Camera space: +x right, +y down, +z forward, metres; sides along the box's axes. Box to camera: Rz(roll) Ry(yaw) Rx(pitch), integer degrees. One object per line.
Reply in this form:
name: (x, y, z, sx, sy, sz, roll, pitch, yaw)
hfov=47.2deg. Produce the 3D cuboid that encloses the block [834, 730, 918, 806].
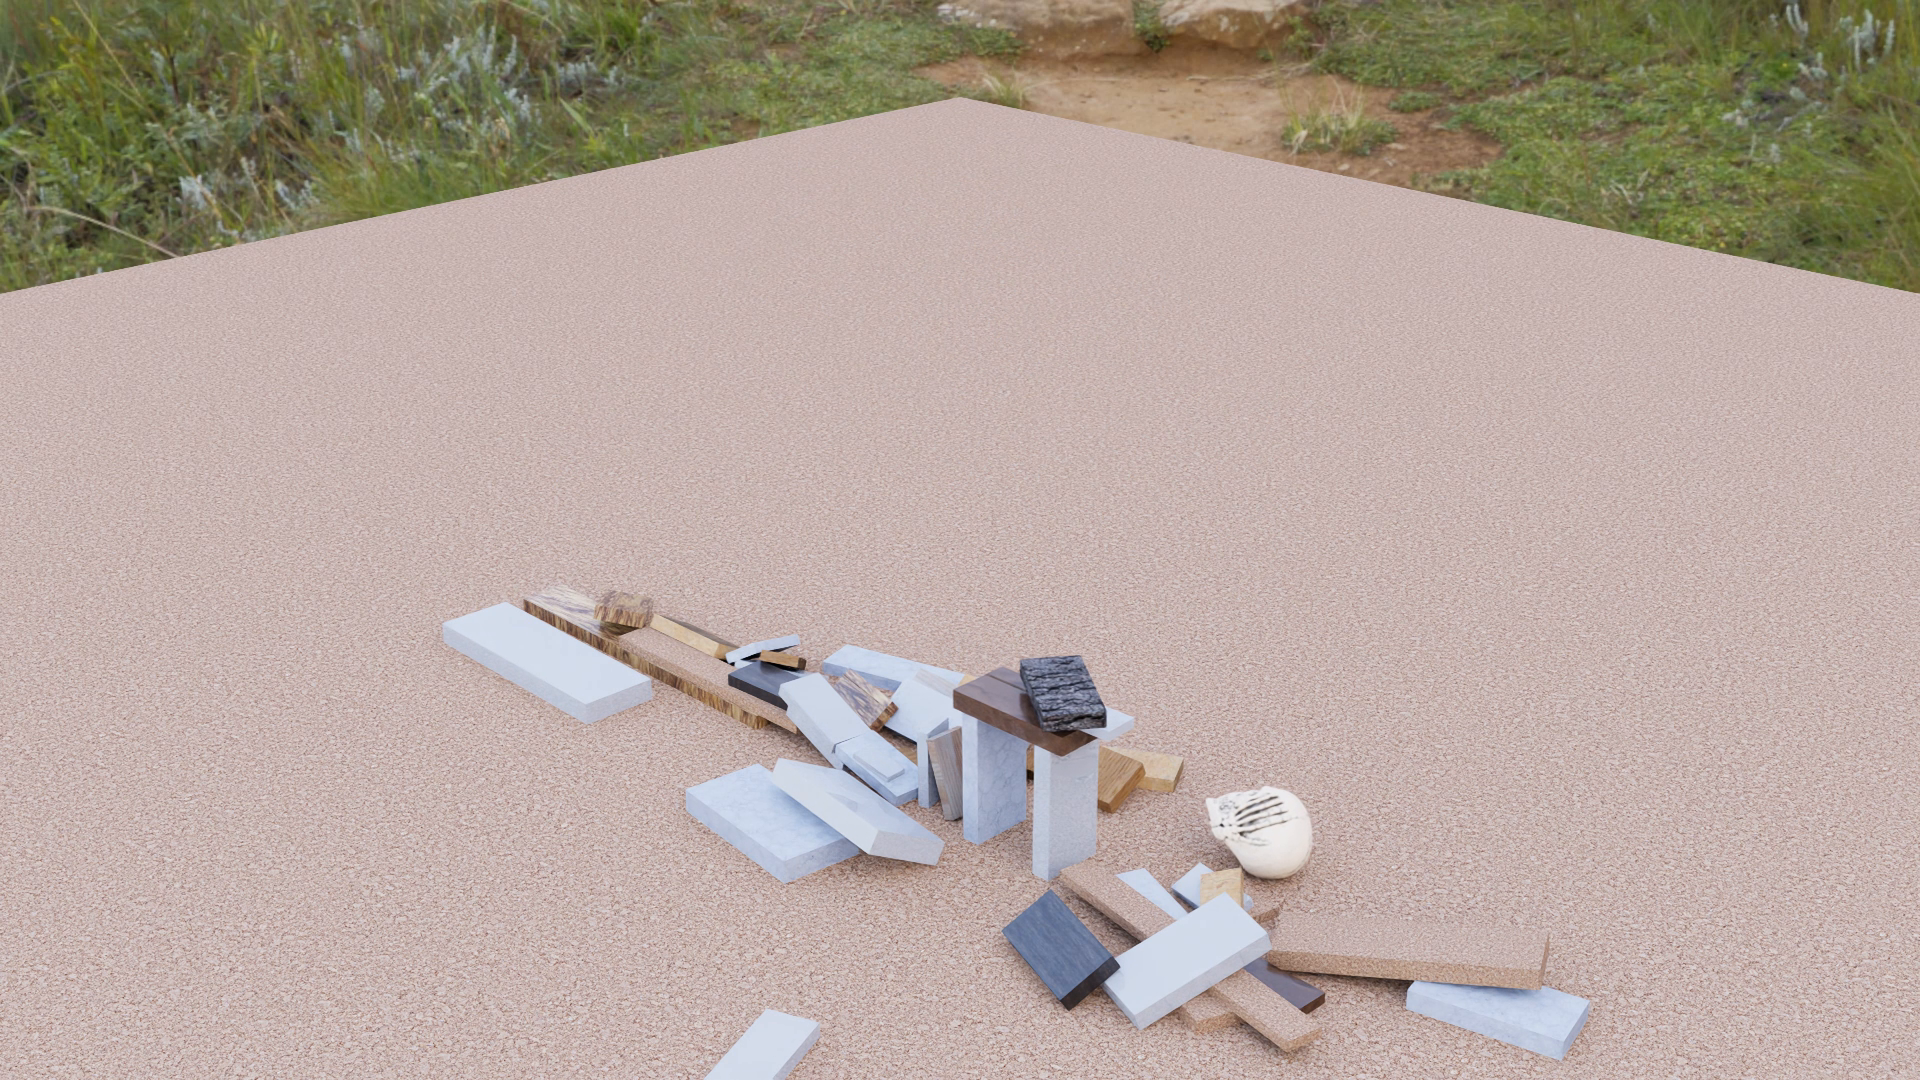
block: (-0.157, 0.473, 4.561, 0.100, 0.028, 0.201, -19, 41, -38)

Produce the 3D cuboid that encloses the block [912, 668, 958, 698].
block: (-0.030, 0.371, 4.757, 0.238, 0.034, 0.119, 22, 71, 42)

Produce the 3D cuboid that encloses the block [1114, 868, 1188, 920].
block: (0.346, 0.685, 4.108, 0.102, 0.029, 0.204, -10, 25, -21)

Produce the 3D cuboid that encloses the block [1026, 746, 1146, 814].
block: (0.252, 0.474, 4.542, 0.238, 0.034, 0.119, 19, 54, 38)

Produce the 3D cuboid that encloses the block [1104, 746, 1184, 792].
block: (0.356, 0.477, 4.600, 0.207, 0.029, 0.104, 7, 24, 15)

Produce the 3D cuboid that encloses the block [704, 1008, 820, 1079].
block: (-0.463, 0.984, 3.404, 0.102, 0.029, 0.874, 10, 25, 22)

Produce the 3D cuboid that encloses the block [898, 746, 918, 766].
block: (-0.104, 0.468, 4.638, 0.051, 0.014, 0.102, -17, 29, -35)

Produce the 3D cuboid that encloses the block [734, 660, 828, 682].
block: (-0.403, 0.302, 4.961, 0.191, 0.027, 0.095, 11, 1, 21)

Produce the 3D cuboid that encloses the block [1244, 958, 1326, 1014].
block: (0.558, 0.789, 3.873, 0.077, 0.022, 0.154, -20, 30, -39)

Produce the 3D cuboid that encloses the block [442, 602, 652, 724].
block: (-0.953, 0.276, 5.046, 0.176, 0.050, 0.578, -21, 31, -40)

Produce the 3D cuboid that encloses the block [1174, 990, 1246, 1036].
block: (0.409, 0.790, 3.862, 0.102, 0.029, 0.204, -10, 25, -22)

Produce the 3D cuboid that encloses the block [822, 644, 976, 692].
block: (-0.135, 0.308, 4.998, 0.354, 0.029, 0.103, 13, 26, 27)

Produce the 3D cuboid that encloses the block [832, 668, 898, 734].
block: (-0.219, 0.358, 4.811, 0.095, 0.027, 0.191, -48, 37, -7)

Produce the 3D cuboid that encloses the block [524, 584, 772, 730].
block: (-0.712, 0.262, 5.102, 0.873, 0.033, 0.116, 21, 31, 41)

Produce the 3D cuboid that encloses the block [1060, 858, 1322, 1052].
block: (0.399, 0.732, 3.934, 0.077, 0.022, 0.648, -14, 27, -31)

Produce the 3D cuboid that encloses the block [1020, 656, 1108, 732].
block: (0.193, 0.288, 4.157, 0.119, 0.034, 0.239, -3, 23, -8)

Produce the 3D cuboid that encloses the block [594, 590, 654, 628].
block: (-0.799, 0.162, 5.231, 0.116, 0.033, 0.232, 11, 7, -4)

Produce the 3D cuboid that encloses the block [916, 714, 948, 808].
block: (-0.054, 0.451, 4.479, 0.024, 0.170, 0.085, 12, 26, 28)

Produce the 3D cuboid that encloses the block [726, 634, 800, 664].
block: (-0.451, 0.249, 5.038, 0.085, 0.024, 0.170, -22, -7, 32)

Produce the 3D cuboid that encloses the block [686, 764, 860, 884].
block: (-0.376, 0.560, 4.377, 0.176, 0.050, 0.353, -17, 28, -35)

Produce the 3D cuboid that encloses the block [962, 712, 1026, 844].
block: (0.069, 0.447, 4.346, 0.040, 0.283, 0.141, 20, 30, 40)

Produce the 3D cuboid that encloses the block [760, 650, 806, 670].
block: (-0.399, 0.271, 4.973, 0.085, 0.024, 0.170, 11, -5, 3)

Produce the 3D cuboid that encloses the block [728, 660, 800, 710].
block: (-0.409, 0.319, 4.828, 0.191, 0.027, 0.095, 19, 30, 38)

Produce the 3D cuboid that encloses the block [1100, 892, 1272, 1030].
block: (0.391, 0.736, 3.853, 0.277, 0.039, 0.139, -28, 34, -14)

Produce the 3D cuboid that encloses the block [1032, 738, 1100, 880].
block: (0.203, 0.499, 4.222, 0.040, 0.283, 0.141, 21, 30, 40)

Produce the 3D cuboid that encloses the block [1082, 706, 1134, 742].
block: (0.244, 0.332, 4.125, 0.150, 0.021, 0.075, 20, 30, 38)

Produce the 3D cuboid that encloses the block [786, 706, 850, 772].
block: (-0.270, 0.409, 4.676, 0.100, 0.028, 0.201, -17, 47, -38)

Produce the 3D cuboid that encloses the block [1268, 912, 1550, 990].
block: (0.796, 0.728, 3.908, 0.473, 0.039, 0.139, 0, 20, 21)

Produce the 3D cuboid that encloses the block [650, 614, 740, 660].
block: (-0.601, 0.232, 5.103, 0.232, 0.033, 0.116, 21, 0, 40)

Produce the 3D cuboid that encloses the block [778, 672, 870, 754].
block: (-0.288, 0.367, 4.676, 0.100, 0.028, 0.201, -16, 47, -37)

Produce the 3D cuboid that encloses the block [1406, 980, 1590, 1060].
block: (0.931, 0.806, 3.812, 0.277, 0.039, 0.139, 14, 27, 30)

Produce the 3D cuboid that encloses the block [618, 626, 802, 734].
block: (-0.540, 0.307, 4.922, 0.617, 0.024, 0.085, 21, 31, 40)

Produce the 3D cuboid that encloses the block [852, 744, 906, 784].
block: (-0.167, 0.461, 4.536, 0.102, 0.014, 0.051, 32, 38, 33)

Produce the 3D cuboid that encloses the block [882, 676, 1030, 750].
block: (-0.017, 0.406, 4.674, 0.366, 0.034, 0.119, 22, 71, 42)

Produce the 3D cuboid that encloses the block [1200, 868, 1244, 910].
block: (0.484, 0.675, 4.063, 0.077, 0.022, 0.154, -13, 35, 16)

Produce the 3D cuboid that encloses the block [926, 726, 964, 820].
block: (-0.010, 0.470, 4.438, 0.085, 0.170, 0.024, -20, 10, -39)

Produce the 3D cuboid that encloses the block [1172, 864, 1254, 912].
block: (0.473, 0.667, 4.120, 0.075, 0.021, 0.150, -36, 36, -18)

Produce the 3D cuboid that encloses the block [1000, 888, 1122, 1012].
block: (0.178, 0.729, 3.924, 0.119, 0.034, 0.238, -39, 32, -6)

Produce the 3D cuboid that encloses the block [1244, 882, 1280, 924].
block: (0.523, 0.676, 4.140, 0.075, 0.021, 0.150, -14, 27, -30)

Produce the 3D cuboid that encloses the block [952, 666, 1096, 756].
block: (0.137, 0.326, 4.216, 0.283, 0.040, 0.141, 21, 31, 40)

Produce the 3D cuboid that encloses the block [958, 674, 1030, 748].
block: (0.068, 0.381, 4.737, 0.238, 0.034, 0.119, 22, 69, 42)

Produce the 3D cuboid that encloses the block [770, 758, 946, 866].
block: (-0.205, 0.534, 4.340, 0.176, 0.050, 0.353, 17, 7, -42)
